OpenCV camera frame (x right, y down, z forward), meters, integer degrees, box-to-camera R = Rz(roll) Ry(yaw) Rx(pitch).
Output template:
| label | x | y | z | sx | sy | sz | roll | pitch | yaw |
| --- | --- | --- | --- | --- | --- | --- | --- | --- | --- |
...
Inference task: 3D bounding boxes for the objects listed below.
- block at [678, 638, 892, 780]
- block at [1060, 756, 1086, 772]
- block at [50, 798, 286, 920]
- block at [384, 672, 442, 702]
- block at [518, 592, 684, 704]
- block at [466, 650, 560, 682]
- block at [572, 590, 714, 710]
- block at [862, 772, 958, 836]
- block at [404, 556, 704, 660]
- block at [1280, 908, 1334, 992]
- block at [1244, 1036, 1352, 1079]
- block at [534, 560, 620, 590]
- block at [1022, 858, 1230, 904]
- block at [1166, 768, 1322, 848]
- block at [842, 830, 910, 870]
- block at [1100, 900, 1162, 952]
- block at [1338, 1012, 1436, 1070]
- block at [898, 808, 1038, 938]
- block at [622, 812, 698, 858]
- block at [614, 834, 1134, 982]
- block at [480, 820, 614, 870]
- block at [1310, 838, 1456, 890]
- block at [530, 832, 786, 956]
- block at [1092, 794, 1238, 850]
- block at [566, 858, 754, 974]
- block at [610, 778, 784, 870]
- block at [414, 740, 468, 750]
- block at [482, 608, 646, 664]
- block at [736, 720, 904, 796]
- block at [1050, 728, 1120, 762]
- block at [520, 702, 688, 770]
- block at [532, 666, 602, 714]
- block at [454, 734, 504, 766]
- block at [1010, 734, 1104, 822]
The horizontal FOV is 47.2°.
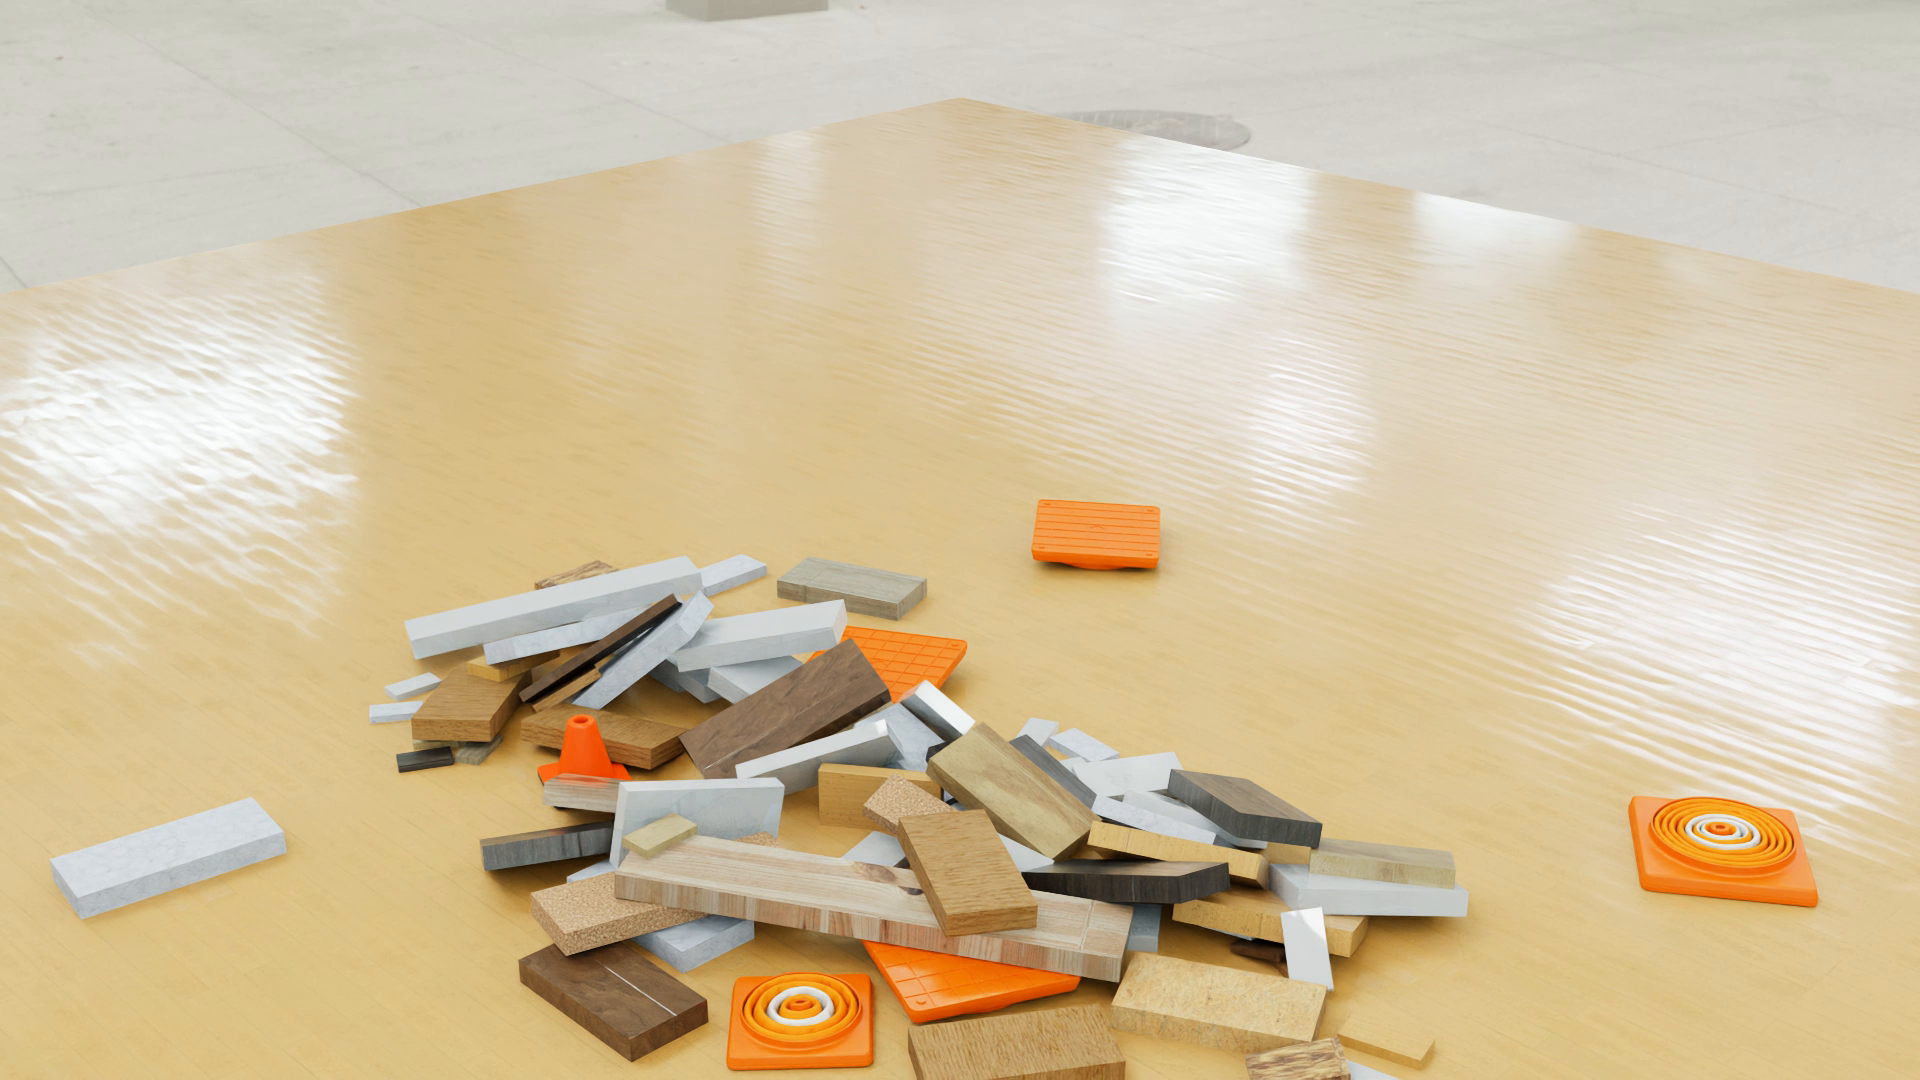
| label | x | y | z | sx | sy | sz | roll | pitch | yaw |
| --- | --- | --- | --- | --- | --- | --- | --- | --- | --- |
| block | -0.363 | 0.371 | 4.570 | 0.417 | 0.045 | 0.159 | -30 | 55 | -13 |
| block | 0.202 | 0.490 | 4.581 | 0.144 | 0.020 | 0.072 | -10 | 25 | -22 |
| block | -1.530 | 0.612 | 4.258 | 0.396 | 0.048 | 0.170 | -17 | 28 | -34 |
| block | -1.233 | 0.331 | 4.960 | 0.113 | 0.016 | 0.057 | -19 | 29 | -37 |
| block | -0.790 | 0.240 | 4.859 | 0.406 | 0.023 | 0.080 | -33 | -9 | 1 |
| block | -1.007 | 0.270 | 4.965 | 0.098 | 0.028 | 0.195 | 10 | 20 | 31 |
| block | -0.698 | 0.254 | 4.831 | 0.339 | 0.048 | 0.170 | -37 | 12 | 23 |
| block | -0.028 | 0.566 | 4.234 | 0.318 | 0.029 | 0.104 | 29 | 48 | 19 |
| block | -0.953 | 0.155 | 5.172 | 0.681 | 0.047 | 0.165 | -14 | 18 | -16 |
| block | 0.613 | 0.727 | 3.884 | 0.073 | 0.021 | 0.147 | -10 | 63 | 11 |
| block | 0.556 | 0.871 | 3.622 | 0.159 | 0.023 | 0.080 | -11 | 36 | 0 |
| block | -0.950 | 0.104 | 5.481 | 0.098 | 0.028 | 0.195 | 21 | 30 | 40 |
| block | 0.302 | 0.625 | 4.037 | 0.343 | 0.049 | 0.171 | -5 | -1 | 37 |
| block | 0.548 | 0.519 | 4.282 | 0.167 | 0.047 | 0.408 | 9 | 4 | -13 |
| block | -0.178 | 0.632 | 4.234 | 0.104 | 0.029 | 0.208 | 13 | 26 | 28 |
| block | 0.257 | 0.707 | 4.054 | 0.222 | 0.031 | 0.111 | 3 | 23 | 8 |
| block | 0.723 | 0.850 | 3.731 | 0.147 | 0.021 | 0.073 | 13 | 26 | 28 |
| block | 0.010 | 0.600 | 3.991 | 0.167 | 0.047 | 0.333 | -3 | 25 | -16 |
| block | -0.554 | 0.546 | 4.066 | 0.064 | 0.018 | 0.128 | 21 | 29 | 35 |
| block | -0.155 | 0.653 | 3.966 | 0.921 | 0.049 | 0.171 | 8 | 24 | 9 |
| block | -0.755 | 0.583 | 4.241 | 0.329 | 0.047 | 0.164 | -7 | -1 | -15 |
| block | 0.788 | 0.603 | 4.115 | 0.264 | 0.037 | 0.132 | 5 | 7 | 9 |
| block | -0.533 | 0.646 | 4.051 | 0.481 | 0.045 | 0.160 | -11 | 25 | -31 |
| block | 0.399 | 0.566 | 4.281 | 0.264 | 0.037 | 0.132 | 15 | -13 | 32 |
| block | -0.559 | 0.683 | 4.092 | 0.164 | 0.047 | 0.352 | -21 | 31 | -40 |
| block | -0.500 | 0.541 | 4.197 | 0.320 | 0.160 | 0.045 | 2 | 16 | -29 |
| block | -1.116 | 0.428 | 4.733 | 0.113 | 0.016 | 0.057 | -3 | 23 | -8 |
| block | -0.878 | 0.215 | 4.916 | 0.330 | 0.047 | 0.165 | -12 | -1 | -35 |
| block | -0.281 | 0.447 | 4.430 | 0.317 | 0.124 | 0.035 | -18 | 59 | 7 |
| block | 0.264 | 0.446 | 4.684 | 0.072 | 0.020 | 0.144 | -17 | 28 | -35 |
| block | -0.756 | 0.415 | 4.686 | 0.319 | 0.045 | 0.159 | 10 | 14 | 22 |
| block | -0.867 | 0.329 | 4.843 | 0.160 | 0.023 | 0.080 | -31 | 9 | -11 |
| block | -1.027 | 0.444 | 4.693 | 0.057 | 0.016 | 0.113 | 6 | 24 | 14 |
| block | 0.178 | 0.494 | 4.421 | 0.248 | 0.035 | 0.124 | 39 | 33 | 25 |
